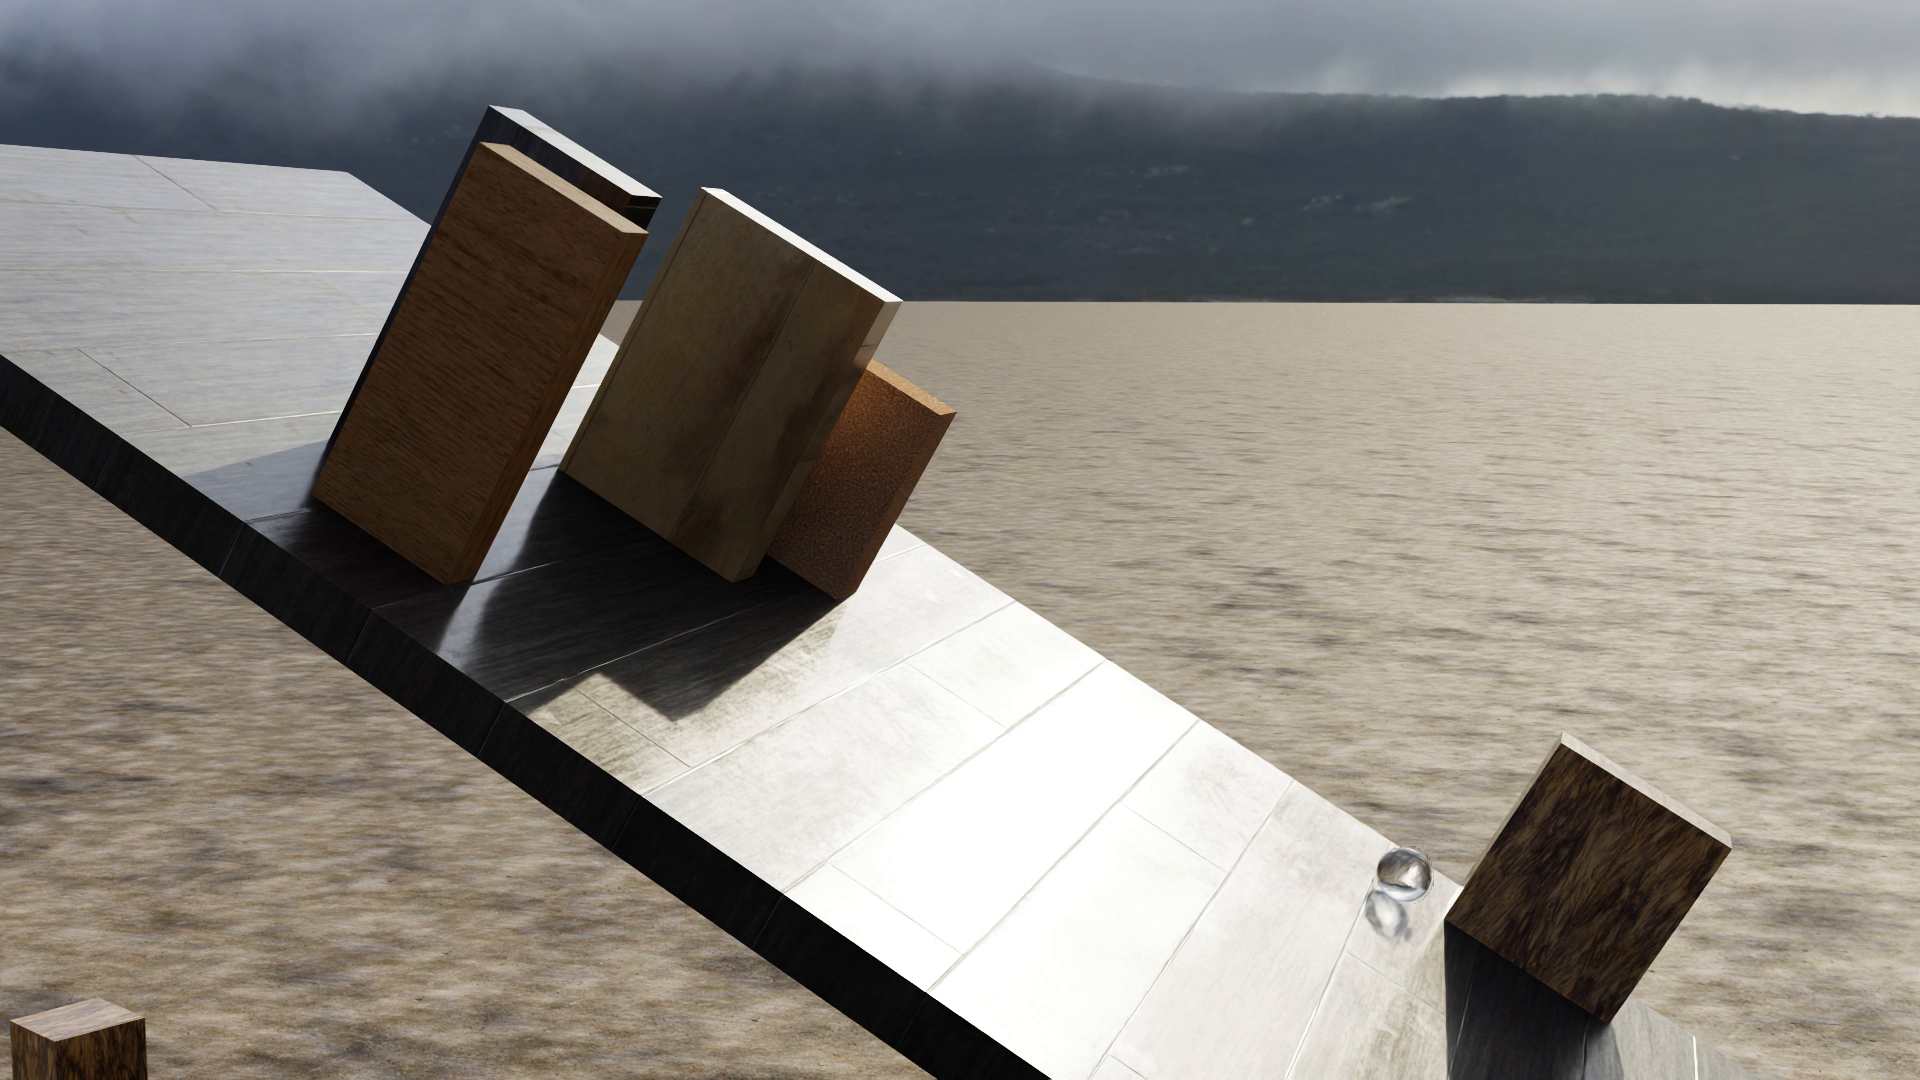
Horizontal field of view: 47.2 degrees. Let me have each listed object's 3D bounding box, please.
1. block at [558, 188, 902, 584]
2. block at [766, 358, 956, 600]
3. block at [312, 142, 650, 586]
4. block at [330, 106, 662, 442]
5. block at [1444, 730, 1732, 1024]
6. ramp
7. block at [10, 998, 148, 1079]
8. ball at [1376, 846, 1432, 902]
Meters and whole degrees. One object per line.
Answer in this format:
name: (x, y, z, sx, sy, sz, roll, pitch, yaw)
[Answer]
block: (-0.444, -0.294, 4.194, 0.420, 0.617, 0.101, 33, 15, 11)
block: (-0.312, -0.187, 4.455, 0.449, 0.434, 0.114, 33, 15, 11)
block: (-0.763, -0.275, 3.474, 0.277, 0.638, 0.094, 33, 15, 11)
block: (-0.793, -0.374, 3.737, 0.297, 0.645, 0.115, 33, 15, 11)
block: (1.291, 0.694, 4.536, 0.388, 0.446, 0.122, 33, 15, 11)
ramp: (-0.183, 0.301, 4.127, 4.000, 0.100, 2.000, 33, 15, 11)
block: (-1.951, 1.161, 4.872, 0.206, 0.206, 0.206, 6, 9, 41)
ball: (0.909, 0.685, 4.502, 0.113, 0.113, 0.113, 0, 7, 0)
